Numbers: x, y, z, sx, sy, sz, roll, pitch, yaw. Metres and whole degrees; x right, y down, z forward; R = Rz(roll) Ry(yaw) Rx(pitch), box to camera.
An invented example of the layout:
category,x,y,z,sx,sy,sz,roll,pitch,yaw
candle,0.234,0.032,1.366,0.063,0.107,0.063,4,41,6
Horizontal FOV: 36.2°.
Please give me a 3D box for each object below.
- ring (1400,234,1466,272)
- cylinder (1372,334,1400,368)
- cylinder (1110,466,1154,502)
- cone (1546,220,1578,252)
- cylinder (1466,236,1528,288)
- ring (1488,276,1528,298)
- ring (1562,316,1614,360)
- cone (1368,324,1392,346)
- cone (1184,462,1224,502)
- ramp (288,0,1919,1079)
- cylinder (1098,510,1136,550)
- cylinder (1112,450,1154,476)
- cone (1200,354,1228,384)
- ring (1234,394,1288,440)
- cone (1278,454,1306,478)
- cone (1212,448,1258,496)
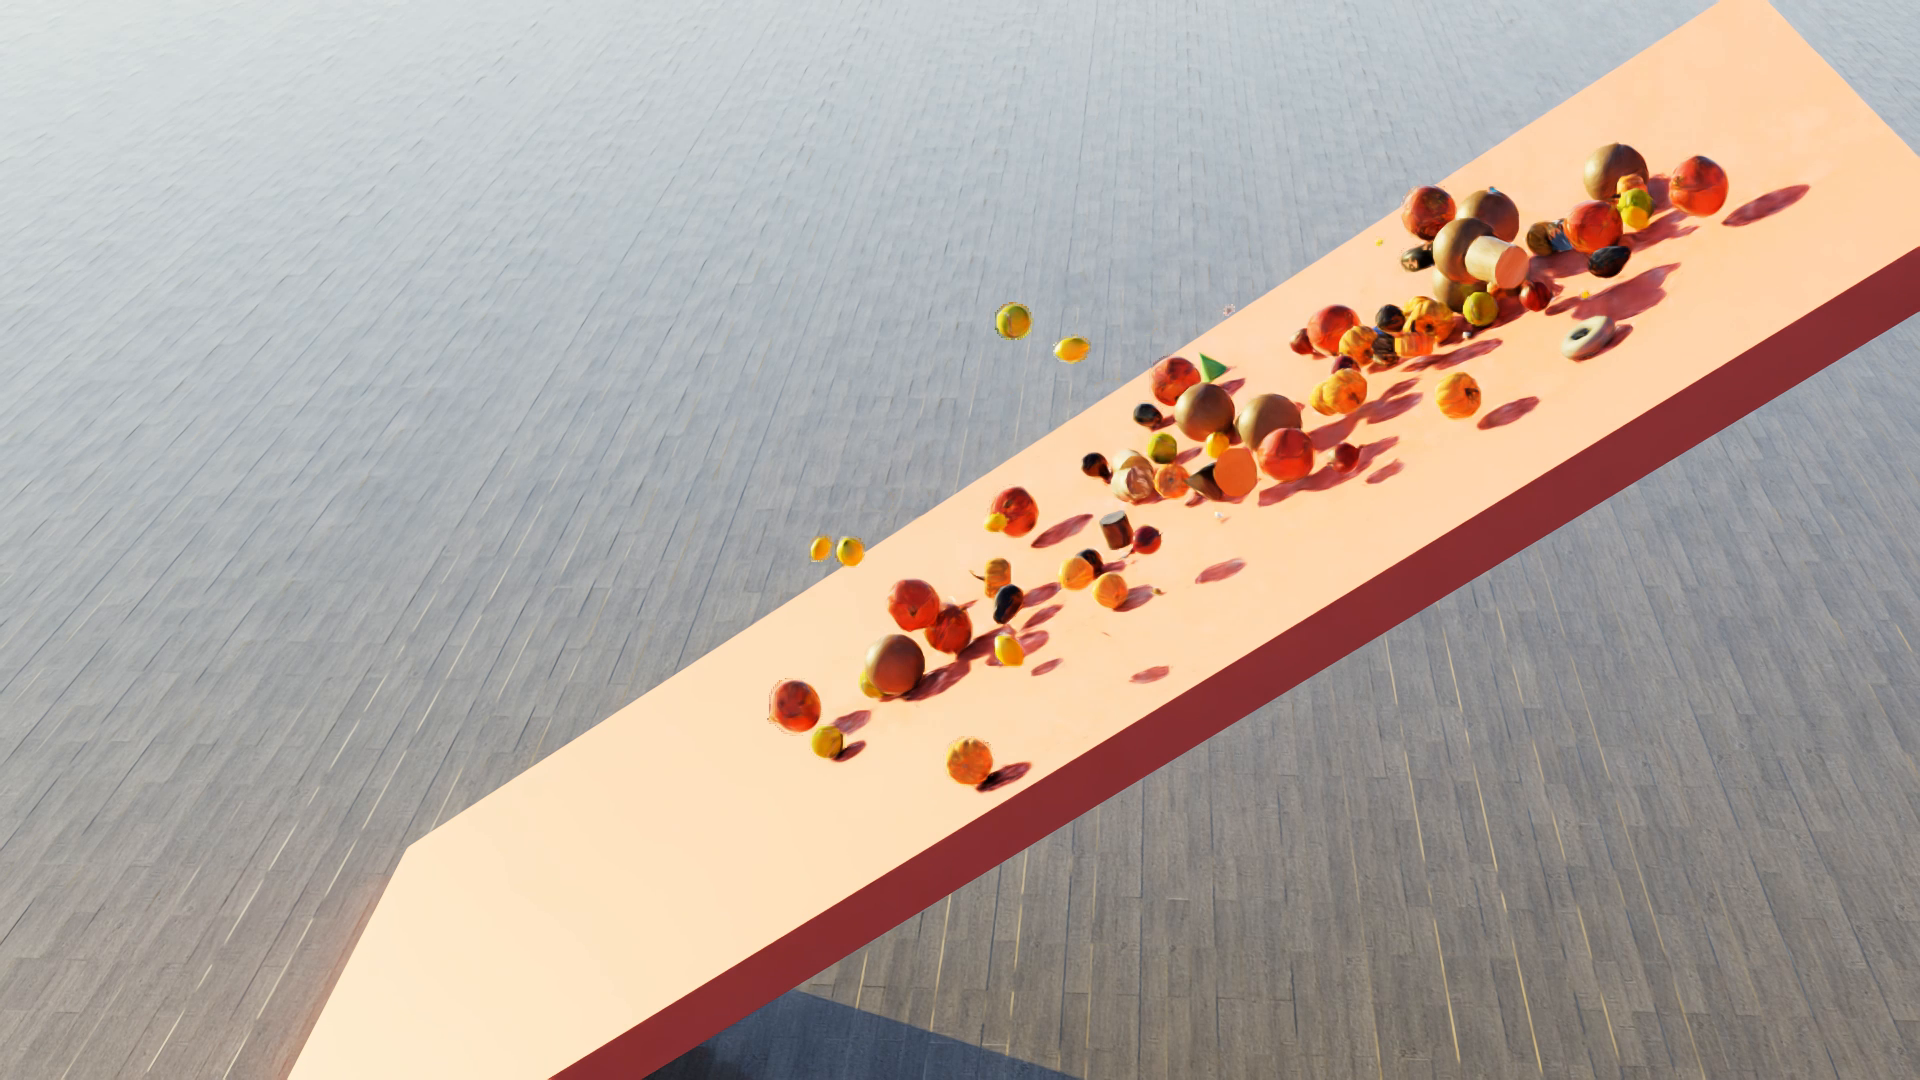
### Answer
category,x,y,z,sx,sy,sz,roll,pitch,yaw
ring,0.978,-0.593,6.074,0.143,0.048,0.143,-21,4,2
cylinder,0.863,-0.383,5.961,0.054,0.054,0.054,4,-14,11
cylinder,0.371,-0.120,6.316,0.070,0.070,0.070,-10,-1,-24
cone,1.212,-0.622,5.913,0.067,0.067,0.067,4,-9,9
cylinder,1.023,-0.530,5.602,0.084,0.084,0.084,-13,25,-29
ring,1.091,-0.508,5.853,0.084,0.028,0.084,-9,-23,-4
ring,1.155,-0.372,5.411,0.109,0.036,0.109,-34,17,12
cone,0.889,-0.424,6.170,0.054,0.054,0.054,11,9,26
cone,0.485,-0.119,5.990,0.082,0.082,0.082,-1,18,-36
ramp,0.135,0.174,6.308,4.000,0.100,2.000,-33,16,15
cylinder,0.309,-0.019,5.773,0.057,0.057,0.057,-20,20,8
cylinder,0.376,-0.155,6.408,0.074,0.074,0.074,-5,6,-12
cone,0.567,-0.405,6.742,0.066,0.066,0.066,-34,16,11
ring,0.635,-0.260,6.215,0.127,0.042,0.127,-34,14,10
cone,0.668,-0.152,5.860,0.050,0.050,0.050,-13,24,-13
cone,0.530,-0.135,5.902,0.098,0.098,0.098,-10,4,-24
